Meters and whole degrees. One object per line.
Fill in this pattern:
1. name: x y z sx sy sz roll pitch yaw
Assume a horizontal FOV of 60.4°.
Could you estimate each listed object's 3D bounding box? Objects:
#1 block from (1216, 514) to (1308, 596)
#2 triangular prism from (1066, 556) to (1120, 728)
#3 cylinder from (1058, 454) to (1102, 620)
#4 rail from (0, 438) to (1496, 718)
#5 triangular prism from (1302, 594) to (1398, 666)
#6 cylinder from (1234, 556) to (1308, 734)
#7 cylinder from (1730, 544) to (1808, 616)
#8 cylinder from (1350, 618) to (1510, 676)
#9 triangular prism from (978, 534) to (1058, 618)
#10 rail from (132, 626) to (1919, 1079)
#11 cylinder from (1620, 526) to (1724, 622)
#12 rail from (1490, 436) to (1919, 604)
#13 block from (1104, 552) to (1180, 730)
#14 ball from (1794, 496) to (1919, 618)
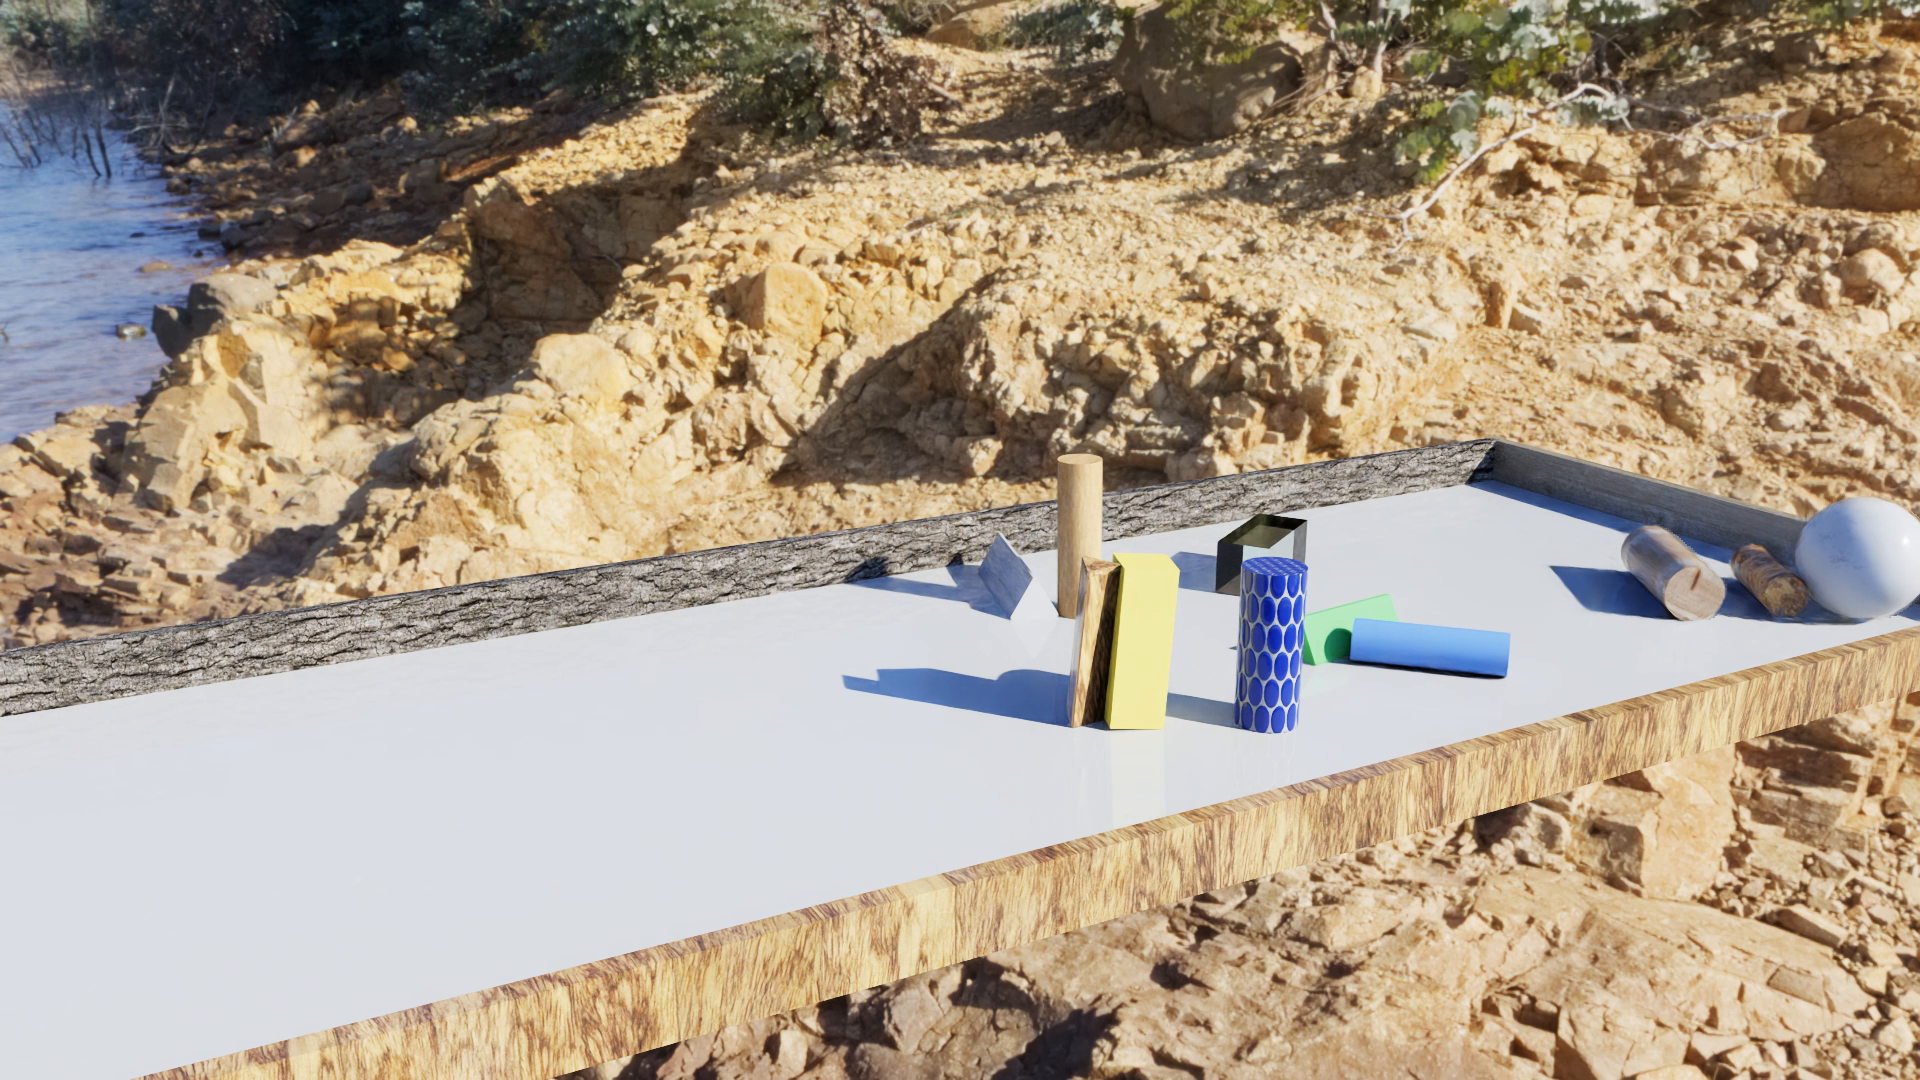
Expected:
1. block: 0.902 0.046 4.924 0.155 0.155 0.355 9 19 28
2. triangular prism: 0.292 0.234 3.843 0.094 0.395 0.082 -10 25 -33
3. cylinder: 0.333 -0.009 4.594 0.123 0.445 0.123 -1 17 0
4. rail: -3.305 0.497 3.399 12.000 0.150 0.050 -9 18 -27
5. triangular prism: 1.017 0.226 4.376 0.341 0.113 0.130 -11 20 -33
6. cylinder: 0.723 0.244 3.844 0.152 0.384 0.152 0 16 0
7. cylinder: 2.331 0.114 4.760 0.118 0.118 0.320 2 17 8
8. cylinder: 1.203 0.274 4.224 0.385 0.111 0.111 5 17 17
9. triangular prism: 0.165 0.097 4.805 0.136 0.117 0.454 -3 17 -10
10. rail: -2.336 1.006 1.665 12.000 0.150 0.050 -9 18 -27
11. cylinder: 2.050 0.091 4.759 0.161 0.161 0.412 1 16 5
12. rail: 2.466 -0.048 5.253 0.050 0.150 2.100 -9 18 -27
13. block: 0.416 0.236 3.850 0.127 0.389 0.127 1 16 -8
14. ball: 2.510 0.049 4.587 0.338 0.338 0.338 0 16 0
